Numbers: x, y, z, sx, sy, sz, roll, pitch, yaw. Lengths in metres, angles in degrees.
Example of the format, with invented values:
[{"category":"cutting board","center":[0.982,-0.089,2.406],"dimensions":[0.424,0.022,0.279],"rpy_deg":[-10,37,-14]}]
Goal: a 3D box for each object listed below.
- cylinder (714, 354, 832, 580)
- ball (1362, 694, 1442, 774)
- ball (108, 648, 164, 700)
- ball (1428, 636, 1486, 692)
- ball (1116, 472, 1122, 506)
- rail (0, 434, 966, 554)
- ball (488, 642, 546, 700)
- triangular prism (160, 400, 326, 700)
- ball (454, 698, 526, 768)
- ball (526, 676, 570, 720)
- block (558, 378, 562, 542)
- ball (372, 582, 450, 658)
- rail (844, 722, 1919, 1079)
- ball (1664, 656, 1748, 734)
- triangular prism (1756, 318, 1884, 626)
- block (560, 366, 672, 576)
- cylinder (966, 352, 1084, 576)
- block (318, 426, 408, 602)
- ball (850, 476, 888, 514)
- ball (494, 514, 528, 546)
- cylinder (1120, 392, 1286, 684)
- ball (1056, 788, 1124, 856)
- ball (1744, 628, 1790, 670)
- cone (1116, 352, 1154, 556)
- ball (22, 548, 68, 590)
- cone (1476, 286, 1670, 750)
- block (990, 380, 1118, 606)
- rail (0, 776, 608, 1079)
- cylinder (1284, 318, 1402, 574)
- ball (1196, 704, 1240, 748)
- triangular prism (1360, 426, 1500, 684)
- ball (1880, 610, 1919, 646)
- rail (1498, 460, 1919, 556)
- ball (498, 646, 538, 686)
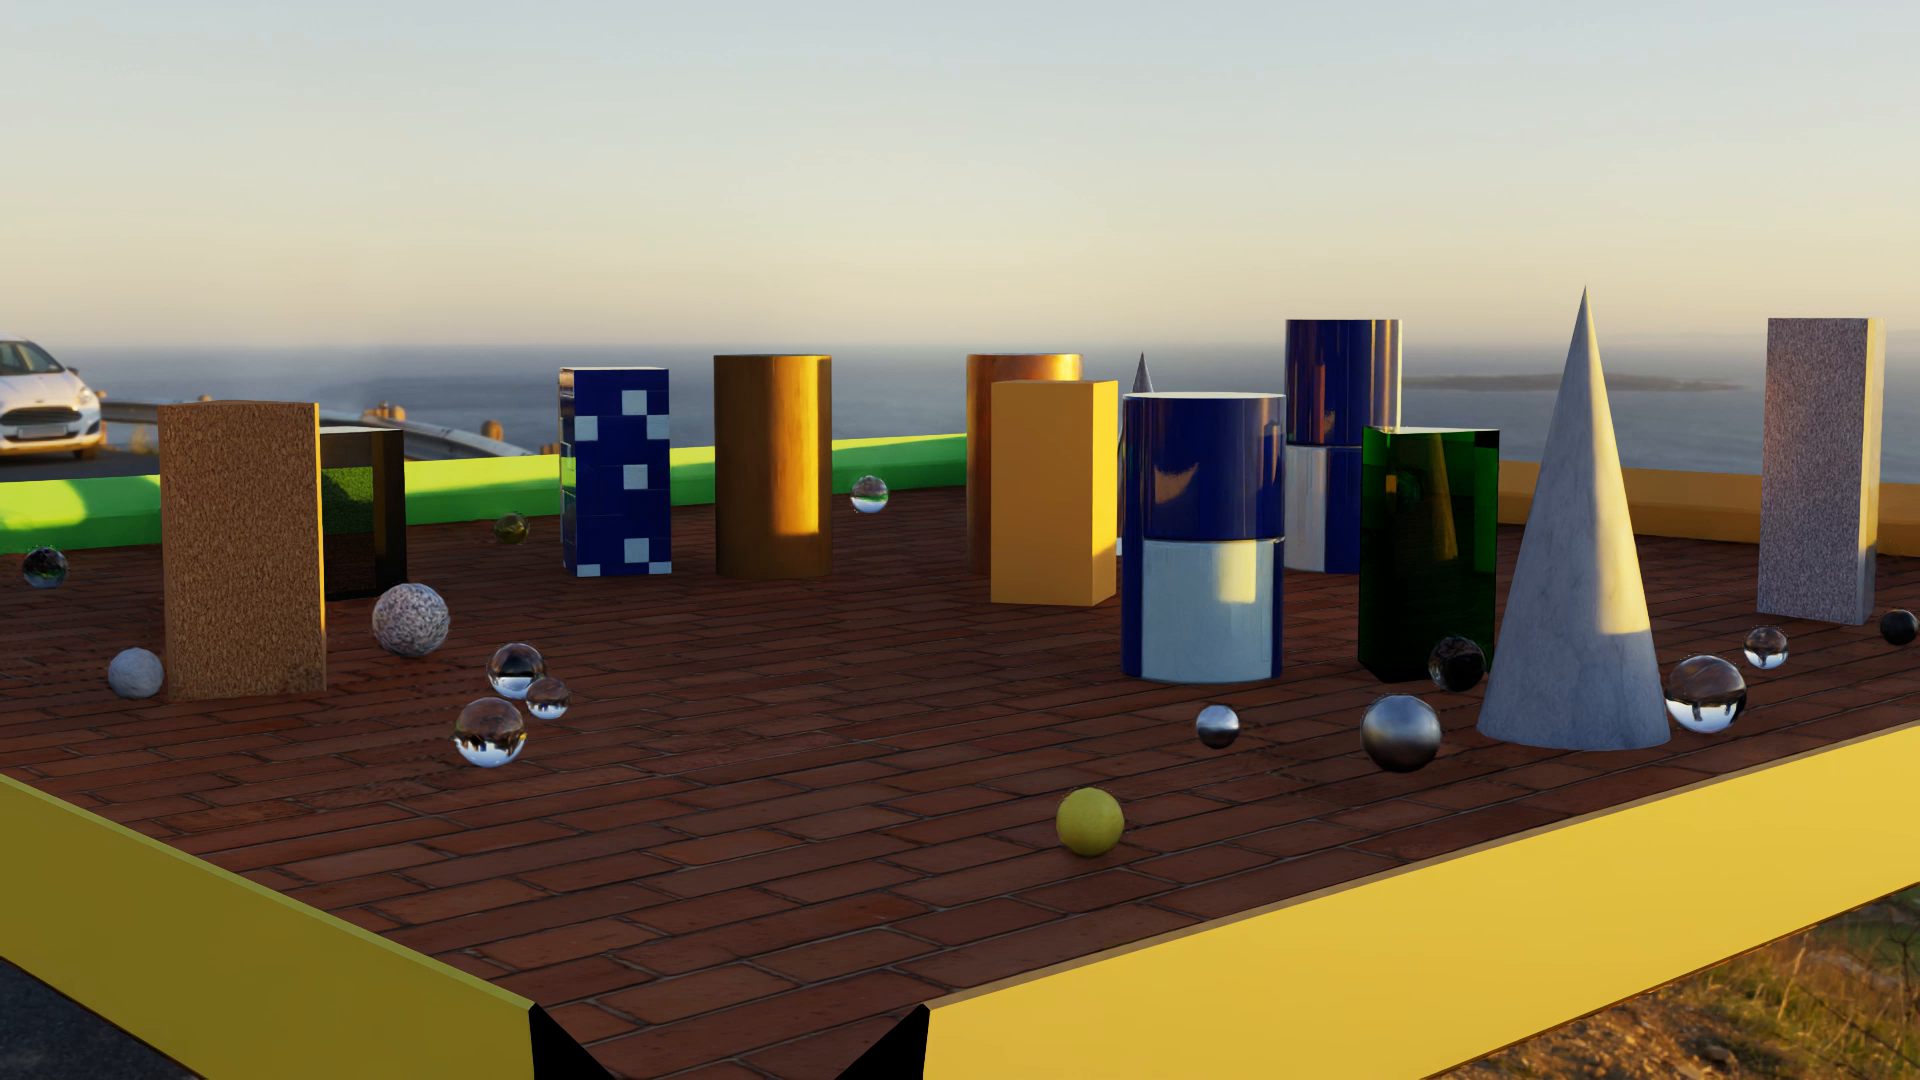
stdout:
[{"category":"cylinder","center":[-0.318,-0.129,3.744],"dimensions":[0.200,0.370,0.200],"rpy_deg":[0,6,0]},{"category":"ball","center":[0.427,0.187,2.125],"dimensions":[0.076,0.076,0.076],"rpy_deg":[0,6,0]},{"category":"ball","center":[-0.945,0.154,2.521],"dimensions":[0.060,0.060,0.060],"rpy_deg":[0,6,0]},{"category":"ball","center":[0.582,0.146,2.576],"dimensions":[0.066,0.066,0.066],"rpy_deg":[0,6,0]},{"category":"ball","center":[0.323,-0.114,4.924],"dimensions":[0.095,0.095,0.095],"rpy_deg":[0,6,0]},{"category":"rail","center":[-1.143,-0.094,4.564],"dimensions":[3.459,0.130,0.045],"rpy_deg":[-5,8,-42]},{"category":"ball","center":[-0.509,0.151,2.526],"dimensions":[0.065,0.065,0.065],"rpy_deg":[0,6,0]},{"category":"triangular prism","center":[-0.855,0.006,2.606],"dimensions":[0.173,0.338,0.150],"rpy_deg":[-3,6,-23]},{"category":"ball","center":[-0.460,0.188,2.151],"dimensions":[0.069,0.069,0.069],"rpy_deg":[0,6,0]},{"category":"ball","center":[-0.450,0.173,2.402],"dimensions":[0.047,0.047,0.047],"rpy_deg":[0,6,0]},{"category":"block","center":[-0.695,-0.161,4.311],"dimensions":[0.160,0.317,0.160],"rpy_deg":[0,6,-2]},{"category":"ball","center":[-0.707,0.103,2.832],"dimensions":[0.097,0.097,0.097],"rpy_deg":[0,6,0]},{"category":"rail","center":[1.143,0.162,2.100],"dimensions":[3.459,0.130,0.045],"rpy_deg":[-5,8,-42]},{"category":"ball","center":[0.781,0.162,2.303],"dimensions":[0.082,0.082,0.082],"rpy_deg":[0,6,0]},{"category":"triangular prism","center":[1.295,-0.106,3.216],"dimensions":[0.150,0.435,0.173],"rpy_deg":[-4,7,-33]},{"category":"block","center":[-0.593,-0.121,3.780],"dimensions":[0.160,0.347,0.160],"rpy_deg":[-2,6,-19]},{"category":"cylinder","center":[0.111,-0.133,3.773],"dimensions":[0.200,0.371,0.200],"rpy_deg":[0,6,0]},{"category":"block","center":[-0.988,-0.044,3.465],"dimensions":[0.160,0.259,0.160],"rpy_deg":[5,8,42]},{"category":"ball","center":[-0.199,-0.099,4.839],"dimensions":[0.084,0.084,0.084],"rpy_deg":[0,6,0]},{"category":"ball","center":[-0.853,-0.019,4.179],"dimensions":[0.062,0.062,0.062],"rpy_deg":[0,6,0]},{"category":"cylinder","center":[0.299,-0.007,2.710],"dimensions":[0.200,0.342,0.200],"rpy_deg":[0,6,0]},{"category":"ball","center":[0.106,0.231,1.801],"dimensions":[0.056,0.056,0.056],"rpy_deg":[0,6,0]},{"category":"ball","center":[1.006,0.135,2.742],"dimensions":[0.052,0.052,0.052],"rpy_deg":[0,6,0]},{"category":"cone","center":[0.338,-0.166,4.089],"dimensions":[0.200,0.373,0.200],"rpy_deg":[0,6,0]},{"category":"ball","center":[-1.466,0.046,3.524],"dimensions":[0.068,0.068,0.068],"rpy_deg":[0,6,0]},{"category":"cone","center":[0.650,-0.032,2.310],"dimensions":[0.200,0.474,0.200],"rpy_deg":[0,6,0]},{"category":"block","center":[0.147,-0.077,3.408],"dimensions":[0.160,0.336,0.160],"rpy_deg":[2,6,17]},{"category":"rail","center":[-1.254,0.154,2.181],"dimensions":[0.045,0.130,3.418],"rpy_deg":[-5,8,-42]},{"category":"cylinder","center":[0.661,-0.166,3.812],"dimensions":[0.200,0.430,0.200],"rpy_deg":[0,6,0]},{"category":"ball","center":[0.263,0.191,2.243],"dimensions":[0.045,0.045,0.045],"rpy_deg":[0,6,0]},{"category":"triangular prism","center":[0.550,0.012,2.733],"dimensions":[0.173,0.300,0.150],"rpy_deg":[-3,7,-30]},{"category":"ball","center":[1.254,0.117,2.935],"dimensions":[0.048,0.048,0.048],"rpy_deg":[0,6,0]},{"category":"rail","center":[1.254,-0.086,4.482],"dimensions":[0.045,0.130,3.418],"rpy_deg":[-5,8,-42]},{"category":"ball","center":[-0.527,0.151,2.618],"dimensions":[0.047,0.047,0.047],"rpy_deg":[0,6,0]}]
